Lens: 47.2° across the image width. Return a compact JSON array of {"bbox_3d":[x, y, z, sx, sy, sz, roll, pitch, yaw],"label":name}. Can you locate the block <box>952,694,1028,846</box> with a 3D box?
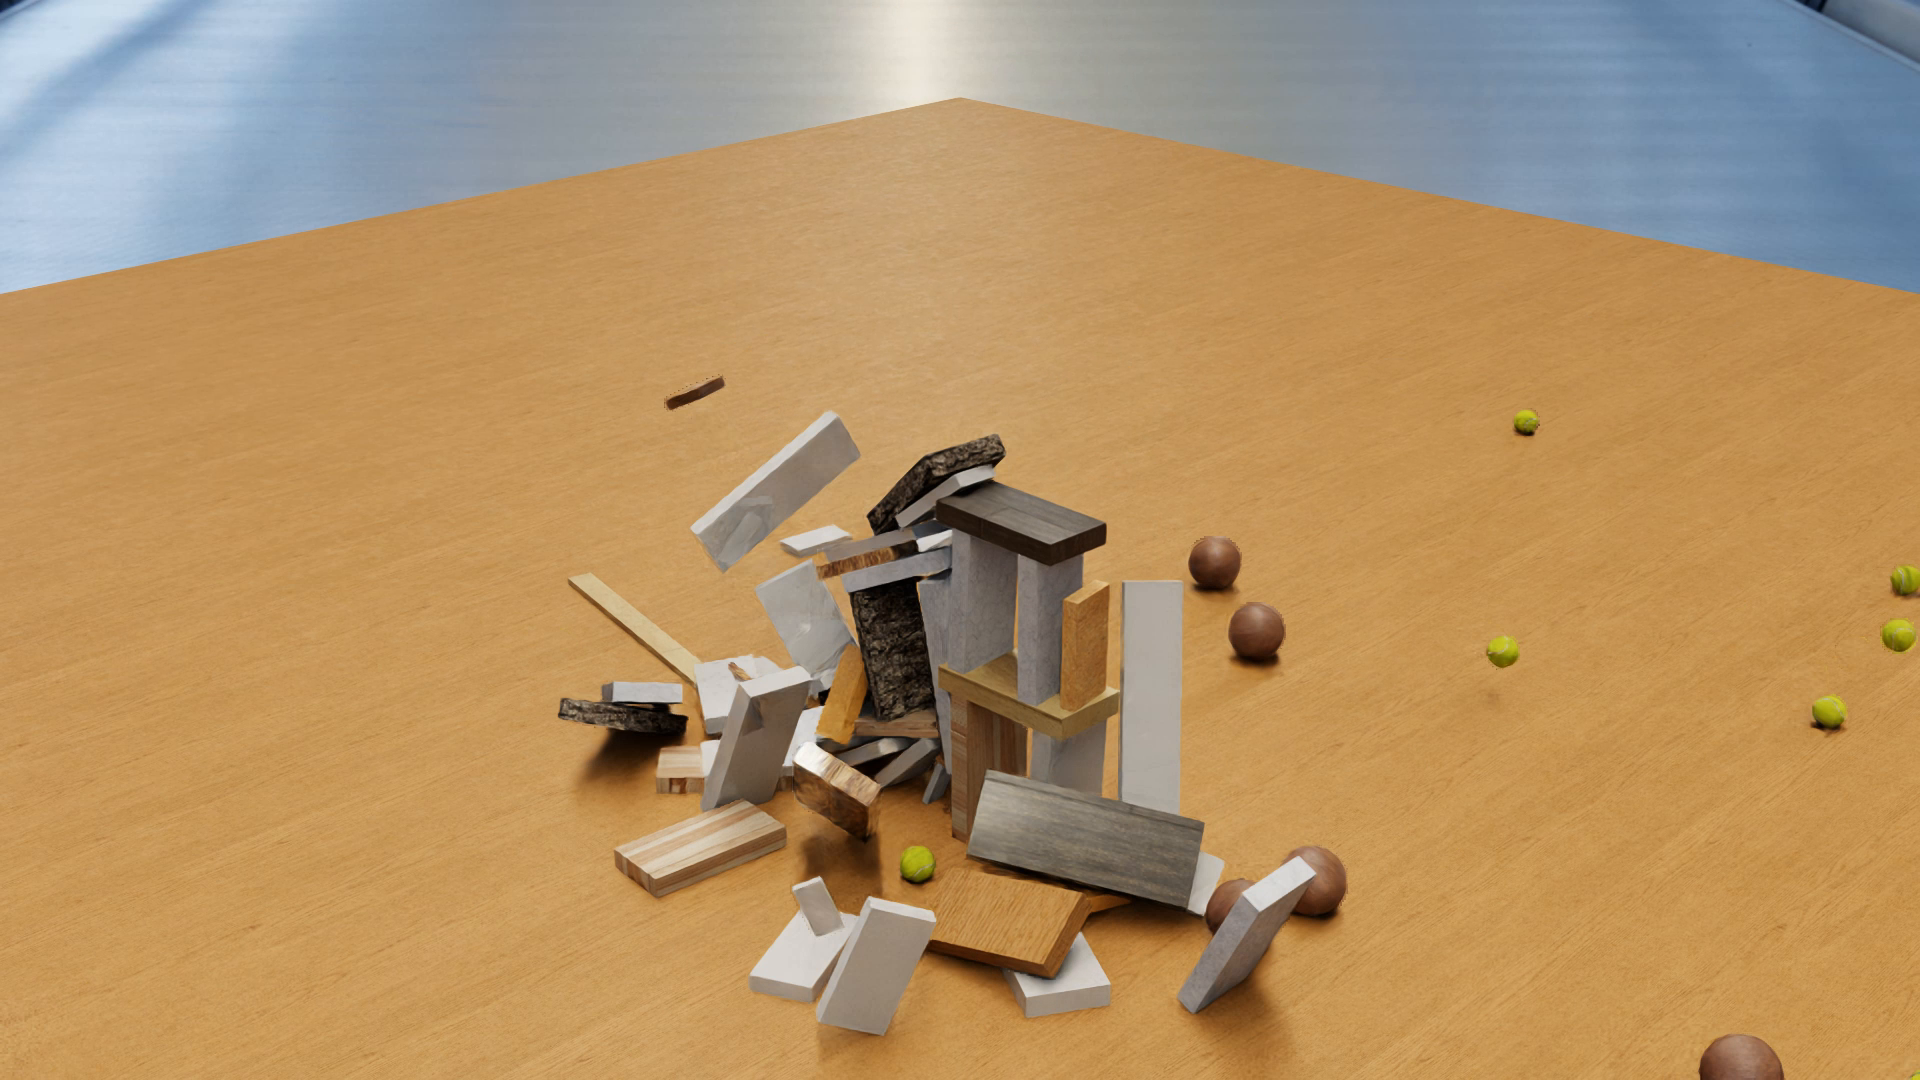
[{"bbox_3d":[0.059,0.427,4.342,0.161,0.322,0.046,-19,29,-38],"label":"block"}]

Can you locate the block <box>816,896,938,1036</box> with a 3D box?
[{"bbox_3d":[-0.142,0.721,3.716,0.120,0.240,0.034,16,21,-20],"label":"block"}]

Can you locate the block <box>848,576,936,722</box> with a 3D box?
[{"bbox_3d":[-0.131,0.220,4.441,0.134,0.268,0.038,-16,9,-31],"label":"block"}]

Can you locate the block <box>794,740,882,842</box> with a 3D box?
[{"bbox_3d":[-0.234,0.485,4.209,0.165,0.329,0.047,31,72,8],"label":"block"}]

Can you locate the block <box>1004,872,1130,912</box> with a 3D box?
[{"bbox_3d":[0.195,0.650,4.077,0.240,0.034,0.120,-5,26,-41],"label":"block"}]

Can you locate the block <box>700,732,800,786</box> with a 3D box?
[{"bbox_3d":[-0.431,0.451,4.541,0.200,0.028,0.100,-5,39,-7],"label":"block"}]

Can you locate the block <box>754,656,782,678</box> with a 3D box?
[{"bbox_3d":[-0.444,0.302,5.026,0.061,0.017,0.122,-15,27,-32],"label":"block"}]

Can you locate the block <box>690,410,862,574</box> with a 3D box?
[{"bbox_3d":[-0.408,-0.108,4.886,0.412,0.133,0.038,-41,44,-13],"label":"block"}]

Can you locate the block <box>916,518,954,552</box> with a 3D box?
[{"bbox_3d":[-0.039,-0.017,5.716,0.142,0.040,0.354,3,21,36],"label":"block"}]

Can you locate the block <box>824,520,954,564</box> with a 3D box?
[{"bbox_3d":[-0.146,0.000,4.463,0.100,0.028,0.345,-16,0,-34],"label":"block"}]

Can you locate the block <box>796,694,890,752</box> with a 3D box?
[{"bbox_3d":[-0.110,0.354,4.608,0.491,0.033,0.117,-14,34,9],"label":"block"}]

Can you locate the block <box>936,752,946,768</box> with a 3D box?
[{"bbox_3d":[0.006,0.451,4.414,0.054,0.015,0.108,-17,31,-36],"label":"block"}]

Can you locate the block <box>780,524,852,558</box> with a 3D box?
[{"bbox_3d":[-0.375,0.004,5.721,0.169,0.024,0.085,-17,29,-35],"label":"block"}]

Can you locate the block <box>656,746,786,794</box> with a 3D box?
[{"bbox_3d":[-0.495,0.478,4.587,0.265,0.038,0.133,-1,23,-2],"label":"block"}]

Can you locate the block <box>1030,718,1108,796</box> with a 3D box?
[{"bbox_3d":[0.203,0.481,4.211,0.046,0.322,0.161,24,33,39],"label":"block"}]

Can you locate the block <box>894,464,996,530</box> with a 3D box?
[{"bbox_3d":[-0.028,-0.084,4.232,0.100,0.028,0.200,-19,-10,-44],"label":"block"}]

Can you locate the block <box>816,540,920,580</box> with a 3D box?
[{"bbox_3d":[-0.188,0.041,4.460,0.198,0.028,0.099,-15,0,42],"label":"block"}]

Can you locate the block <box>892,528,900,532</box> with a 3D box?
[{"bbox_3d":[-0.128,-0.028,4.527,0.050,0.014,0.101,29,-22,-25],"label":"block"}]

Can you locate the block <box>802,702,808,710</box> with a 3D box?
[{"bbox_3d":[-0.404,0.388,4.795,0.144,0.041,0.288,-6,24,-13],"label":"block"}]

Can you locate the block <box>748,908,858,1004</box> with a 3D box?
[{"bbox_3d":[-0.275,0.745,3.962,0.120,0.034,0.240,8,24,18],"label":"block"}]

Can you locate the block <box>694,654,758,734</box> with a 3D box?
[{"bbox_3d":[-0.503,0.337,4.818,0.133,0.038,0.265,-10,25,-8],"label":"block"}]

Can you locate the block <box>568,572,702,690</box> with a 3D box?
[{"bbox_3d":[-0.759,0.212,5.238,0.061,0.017,0.710,-14,27,-30],"label":"block"}]

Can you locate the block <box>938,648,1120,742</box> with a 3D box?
[{"bbox_3d":[0.129,0.285,4.202,0.322,0.046,0.161,20,30,40],"label":"block"}]

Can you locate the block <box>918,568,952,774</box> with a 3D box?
[{"bbox_3d":[0.004,0.255,4.344,0.038,0.401,0.134,6,21,41],"label":"block"}]

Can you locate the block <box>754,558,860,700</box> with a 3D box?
[{"bbox_3d":[-0.325,0.198,4.885,0.142,0.283,0.040,-27,14,4],"label":"block"}]

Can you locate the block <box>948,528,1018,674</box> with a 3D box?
[{"bbox_3d":[0.046,0.095,4.211,0.042,0.297,0.149,22,31,36],"label":"block"}]

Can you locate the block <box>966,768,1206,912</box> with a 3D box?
[{"bbox_3d":[0.232,0.557,4.071,0.416,0.165,0.047,13,-21,2],"label":"block"}]

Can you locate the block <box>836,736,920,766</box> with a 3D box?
[{"bbox_3d":[-0.163,0.433,4.550,0.112,0.032,0.224,-13,-7,-29],"label":"block"}]

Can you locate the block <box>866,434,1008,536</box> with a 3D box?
[{"bbox_3d":[-0.049,-0.106,4.303,0.165,0.047,0.329,-18,-12,-28],"label":"block"}]

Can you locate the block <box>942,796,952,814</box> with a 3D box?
[{"bbox_3d":[0.008,0.512,4.430,0.054,0.108,0.015,-20,64,-38],"label":"block"}]

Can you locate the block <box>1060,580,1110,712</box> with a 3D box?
[{"bbox_3d":[0.231,0.196,4.067,0.031,0.221,0.111,16,28,32],"label":"block"}]

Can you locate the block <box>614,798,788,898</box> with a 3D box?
[{"bbox_3d":[-0.505,0.599,4.294,0.301,0.043,0.151,-19,28,-36],"label":"block"}]

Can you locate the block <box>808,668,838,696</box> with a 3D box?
[{"bbox_3d":[-0.325,0.314,4.760,0.198,0.028,0.099,-19,4,45],"label":"block"}]

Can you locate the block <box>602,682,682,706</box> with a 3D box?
[{"bbox_3d":[-0.688,0.332,4.740,0.144,0.041,0.288,2,-6,-14],"label":"block"}]

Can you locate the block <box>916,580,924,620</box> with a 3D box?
[{"bbox_3d":[-0.019,0.208,5.057,0.283,0.040,0.142,37,32,16],"label":"block"}]

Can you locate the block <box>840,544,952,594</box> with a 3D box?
[{"bbox_3d":[-0.095,0.051,4.363,0.268,0.038,0.134,-15,1,42],"label":"block"}]

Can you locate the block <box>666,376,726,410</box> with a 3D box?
[{"bbox_3d":[-0.596,-0.331,4.965,0.085,0.024,0.169,-19,9,15],"label":"block"}]

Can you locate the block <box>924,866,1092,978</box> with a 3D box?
[{"bbox_3d":[0.071,0.681,3.935,0.308,0.044,0.154,4,49,40],"label":"block"}]

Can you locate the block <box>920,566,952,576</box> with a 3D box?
[{"bbox_3d":[-0.087,0.074,5.517,0.169,0.024,0.085,-2,1,-5],"label":"block"}]

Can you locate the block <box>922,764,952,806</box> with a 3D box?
[{"bbox_3d":[-0.041,0.487,4.477,0.015,0.108,0.054,38,39,22],"label":"block"}]

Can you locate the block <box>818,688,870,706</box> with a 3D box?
[{"bbox_3d":[-0.167,0.303,4.691,0.144,0.041,0.414,-11,-6,-24],"label":"block"}]

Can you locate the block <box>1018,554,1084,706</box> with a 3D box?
[{"bbox_3d":[0.169,0.145,4.092,0.042,0.297,0.149,16,28,34],"label":"block"}]

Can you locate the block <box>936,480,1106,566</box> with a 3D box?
[{"bbox_3d":[0.112,-0.034,4.079,0.148,0.042,0.297,-21,30,-40],"label":"block"}]

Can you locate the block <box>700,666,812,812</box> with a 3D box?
[{"bbox_3d":[-0.407,0.404,4.368,0.151,0.342,0.043,-14,48,-39],"label":"block"}]

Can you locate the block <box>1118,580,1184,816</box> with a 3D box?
[{"bbox_3d":[0.359,0.371,4.153,0.111,0.589,0.031,0,5,-6],"label":"block"}]

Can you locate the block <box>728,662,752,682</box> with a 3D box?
[{"bbox_3d":[-0.463,0.305,4.754,0.014,0.050,0.101,-37,42,-18],"label":"block"}]

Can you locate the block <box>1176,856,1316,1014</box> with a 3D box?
[{"bbox_3d":[0.489,0.680,3.773,0.154,0.308,0.044,-24,59,-39],"label":"block"}]

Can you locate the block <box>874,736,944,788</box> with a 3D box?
[{"bbox_3d":[-0.076,0.439,4.483,0.112,0.032,0.224,-18,-15,-37],"label":"block"}]

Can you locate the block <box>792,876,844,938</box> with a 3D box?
[{"bbox_3d":[-0.240,0.621,3.721,0.050,0.101,0.014,-21,22,5],"label":"block"}]

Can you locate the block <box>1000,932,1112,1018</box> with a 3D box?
[{"bbox_3d":[0.149,0.743,3.955,0.154,0.044,0.308,-6,24,-14],"label":"block"}]

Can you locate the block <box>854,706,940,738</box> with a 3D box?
[{"bbox_3d":[-0.094,0.366,4.450,0.224,0.032,0.112,-4,11,41],"label":"block"}]

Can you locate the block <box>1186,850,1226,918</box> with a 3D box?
[{"bbox_3d":[0.371,0.608,4.102,0.221,0.111,0.031,23,-18,6],"label":"block"}]

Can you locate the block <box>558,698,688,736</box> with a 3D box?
[{"bbox_3d":[-0.708,0.374,4.646,0.151,0.043,0.301,8,-5,18],"label":"block"}]

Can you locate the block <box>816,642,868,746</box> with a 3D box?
[{"bbox_3d":[-0.233,0.318,4.545,0.028,0.198,0.099,21,-4,-31],"label":"block"}]
